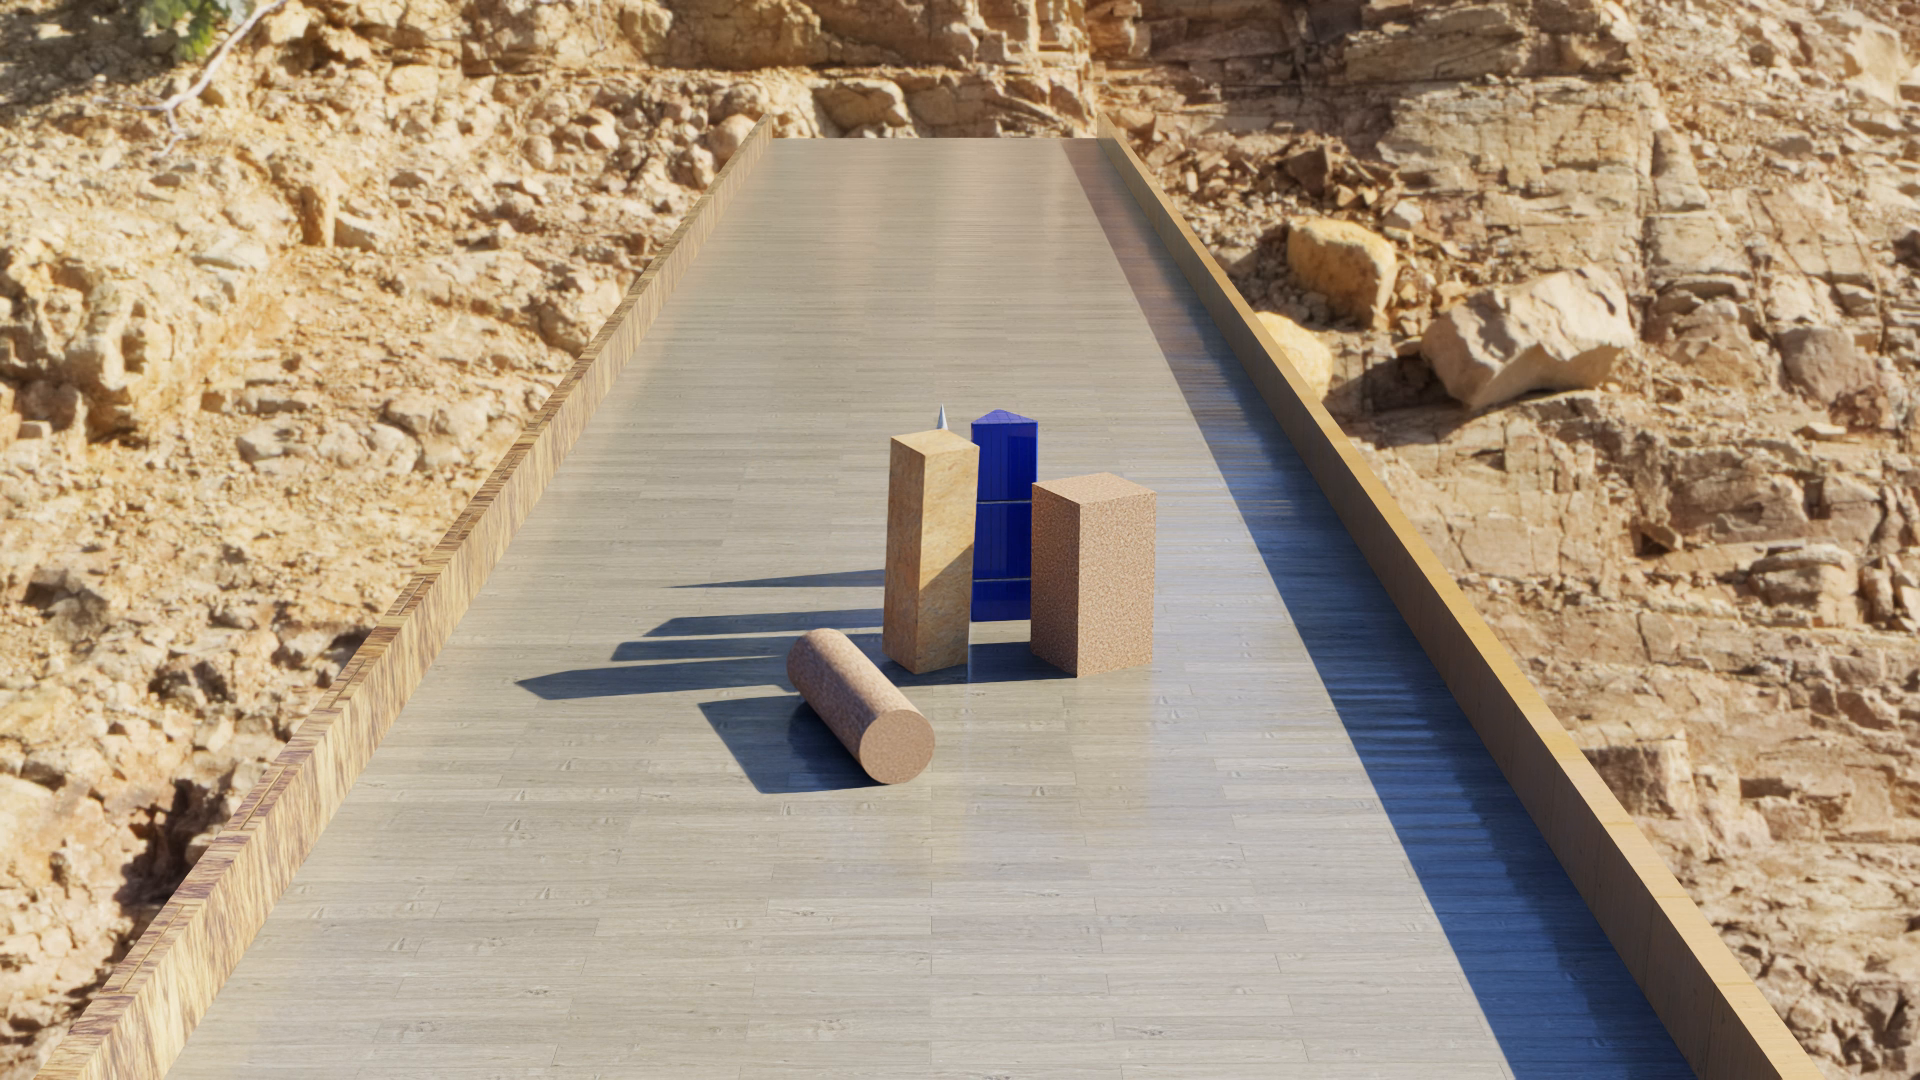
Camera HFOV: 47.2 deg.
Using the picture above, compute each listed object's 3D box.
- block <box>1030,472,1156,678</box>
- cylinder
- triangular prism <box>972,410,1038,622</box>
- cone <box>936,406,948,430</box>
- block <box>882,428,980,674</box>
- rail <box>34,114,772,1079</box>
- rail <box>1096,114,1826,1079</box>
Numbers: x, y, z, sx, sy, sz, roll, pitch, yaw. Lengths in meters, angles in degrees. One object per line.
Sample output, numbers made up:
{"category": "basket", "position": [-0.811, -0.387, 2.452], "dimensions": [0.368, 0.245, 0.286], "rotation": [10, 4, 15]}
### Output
{"category": "block", "position": [0.264, 0.067, 4.381], "dimensions": [0.177, 0.354, 0.177], "rotation": [-9, 19, -28]}
{"category": "cylinder", "position": [-0.186, 0.295, 3.994], "dimensions": [0.137, 0.137, 0.458], "rotation": [-6, 18, -19]}
{"category": "triangular prism", "position": [0.086, -0.053, 4.652], "dimensions": [0.137, 0.430, 0.119], "rotation": [-2, 17, -5]}
{"category": "cone", "position": [-0.040, -0.112, 4.903], "dimensions": [0.165, 0.399, 0.165], "rotation": [0, 17, 0]}
{"category": "block", "position": [-0.060, 0.023, 4.333], "dimensions": [0.124, 0.456, 0.124], "rotation": [-11, 25, -32]}
{"category": "rail", "position": [-1.118, -0.838, 7.780], "dimensions": [0.050, 0.150, 12.000], "rotation": [0, 17, -1]}
{"category": "rail", "position": [0.932, -0.844, 7.801], "dimensions": [0.050, 0.150, 12.000], "rotation": [0, 17, -1]}
